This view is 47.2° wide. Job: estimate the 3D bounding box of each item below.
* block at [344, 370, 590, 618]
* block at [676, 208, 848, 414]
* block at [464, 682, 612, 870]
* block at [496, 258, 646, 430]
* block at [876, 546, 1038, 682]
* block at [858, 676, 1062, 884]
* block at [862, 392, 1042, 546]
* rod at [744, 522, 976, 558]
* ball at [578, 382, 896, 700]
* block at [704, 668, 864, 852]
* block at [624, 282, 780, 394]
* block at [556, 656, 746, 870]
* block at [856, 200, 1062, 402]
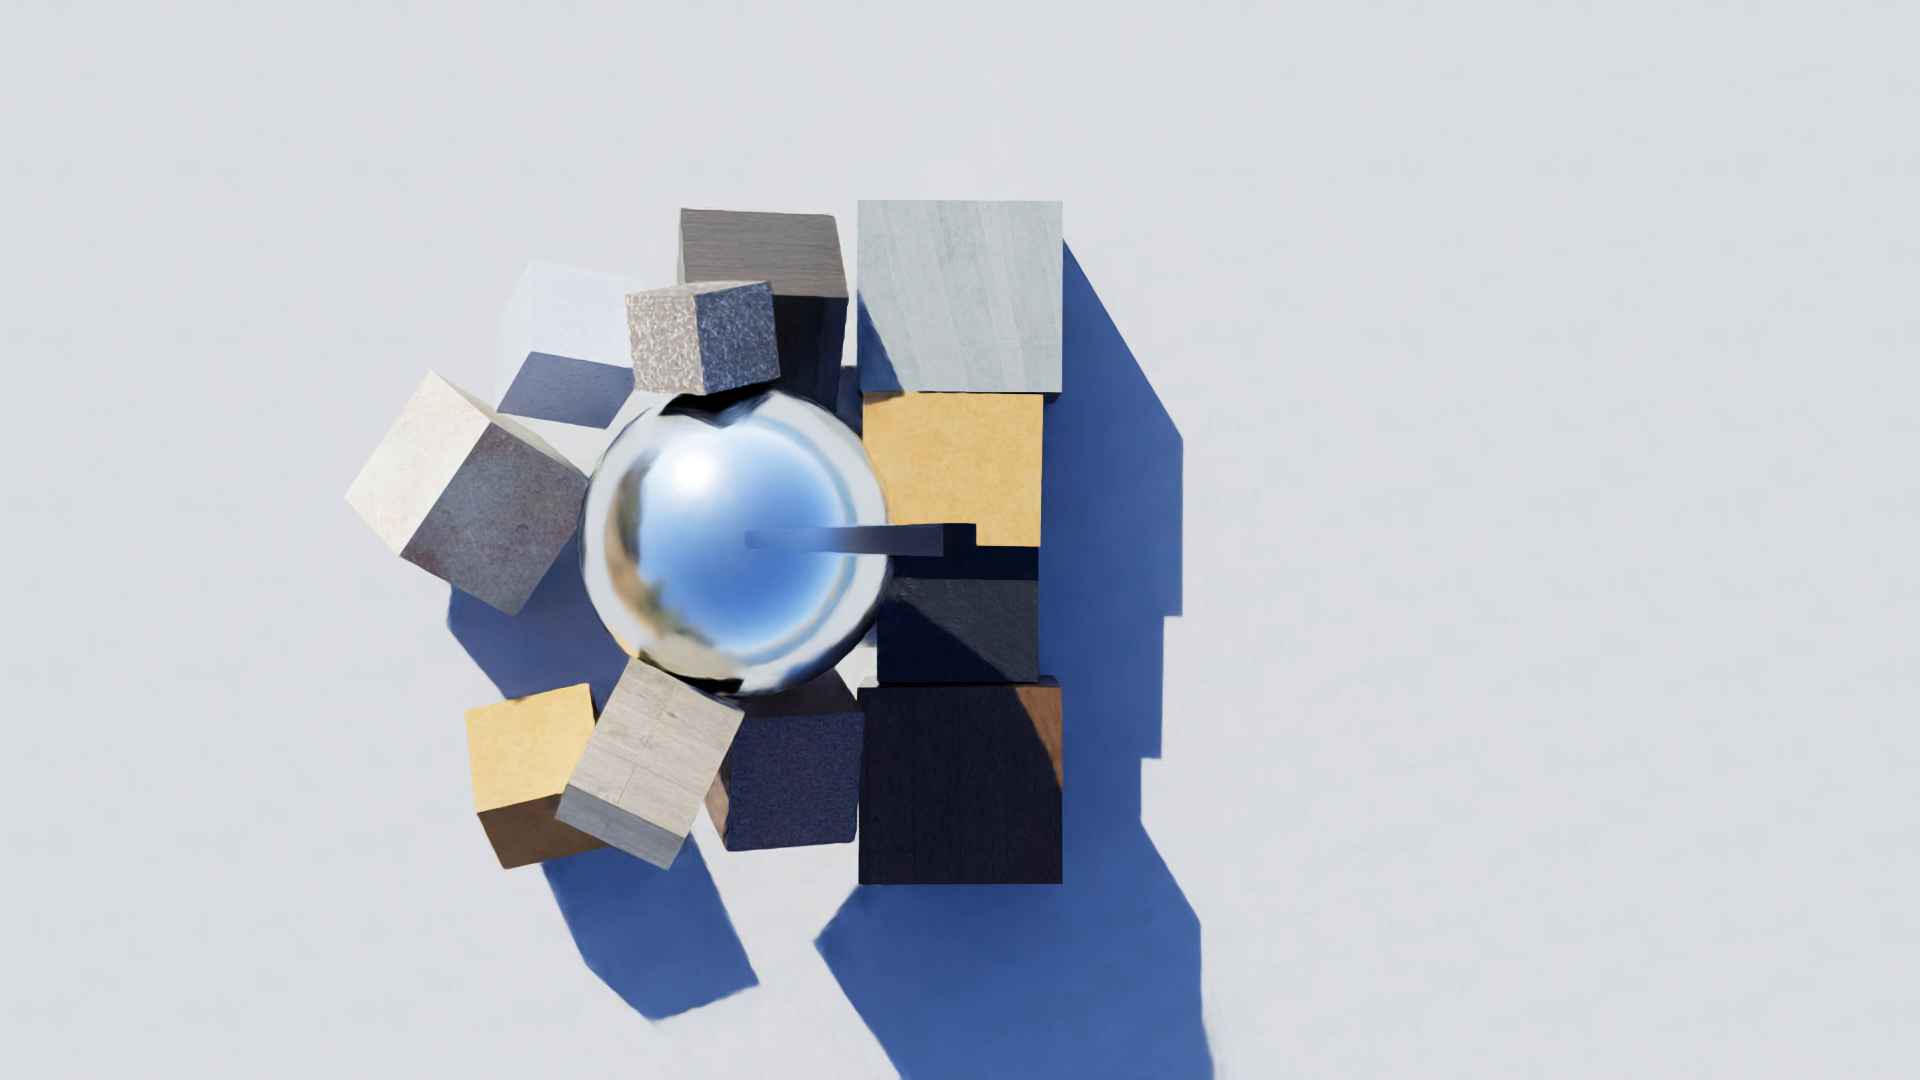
[{"bbox_3d":[-2.746,-0.264,12.395,0.825,0.887,0.875,34,90,-41],"label":"block"},{"bbox_3d":[-1.122,-1.271,12.214,0.865,0.854,0.766,1,129,-10],"label":"block"},{"bbox_3d":[-2.353,1.347,12.502,0.707,0.667,0.679,-13,53,-5],"label":"block"},{"bbox_3d":[-2.159,-1.073,12.184,0.641,0.702,0.577,8,62,-25],"label":"block"},{"bbox_3d":[-0.015,0.414,12.614,0.904,0.771,0.750,0,90,0],"label":"block"},{"bbox_3d":[0.000,1.336,12.469,1.110,1.061,1.067,0,90,0],"label":"block"},{"bbox_3d":[-0.045,-0.390,12.544,0.986,0.912,0.834,1,90,0],"label":"block"},{"bbox_3d":[-0.482,0.000,7.715,0.080,5.200,0.080,0,90,-11],"label":"rod"},{"bbox_3d":[-1.113,0.000,11.056,1.600,1.600,1.600,0,90,0],"label":"ball"},{"bbox_3d":[-0.984,1.160,11.963,0.708,0.722,0.770,-2,111,-19],"label":"block"},{"bbox_3d":[-1.258,-0.997,10.769,0.486,0.518,0.476,6,106,40],"label":"block"},{"bbox_3d":[-1.522,1.104,10.787,0.616,0.590,0.710,26,62,-4],"label":"block"},{"bbox_3d":[-0.002,-1.341,12.542,1.127,0.916,1.052,0,90,0],"label":"block"}]
